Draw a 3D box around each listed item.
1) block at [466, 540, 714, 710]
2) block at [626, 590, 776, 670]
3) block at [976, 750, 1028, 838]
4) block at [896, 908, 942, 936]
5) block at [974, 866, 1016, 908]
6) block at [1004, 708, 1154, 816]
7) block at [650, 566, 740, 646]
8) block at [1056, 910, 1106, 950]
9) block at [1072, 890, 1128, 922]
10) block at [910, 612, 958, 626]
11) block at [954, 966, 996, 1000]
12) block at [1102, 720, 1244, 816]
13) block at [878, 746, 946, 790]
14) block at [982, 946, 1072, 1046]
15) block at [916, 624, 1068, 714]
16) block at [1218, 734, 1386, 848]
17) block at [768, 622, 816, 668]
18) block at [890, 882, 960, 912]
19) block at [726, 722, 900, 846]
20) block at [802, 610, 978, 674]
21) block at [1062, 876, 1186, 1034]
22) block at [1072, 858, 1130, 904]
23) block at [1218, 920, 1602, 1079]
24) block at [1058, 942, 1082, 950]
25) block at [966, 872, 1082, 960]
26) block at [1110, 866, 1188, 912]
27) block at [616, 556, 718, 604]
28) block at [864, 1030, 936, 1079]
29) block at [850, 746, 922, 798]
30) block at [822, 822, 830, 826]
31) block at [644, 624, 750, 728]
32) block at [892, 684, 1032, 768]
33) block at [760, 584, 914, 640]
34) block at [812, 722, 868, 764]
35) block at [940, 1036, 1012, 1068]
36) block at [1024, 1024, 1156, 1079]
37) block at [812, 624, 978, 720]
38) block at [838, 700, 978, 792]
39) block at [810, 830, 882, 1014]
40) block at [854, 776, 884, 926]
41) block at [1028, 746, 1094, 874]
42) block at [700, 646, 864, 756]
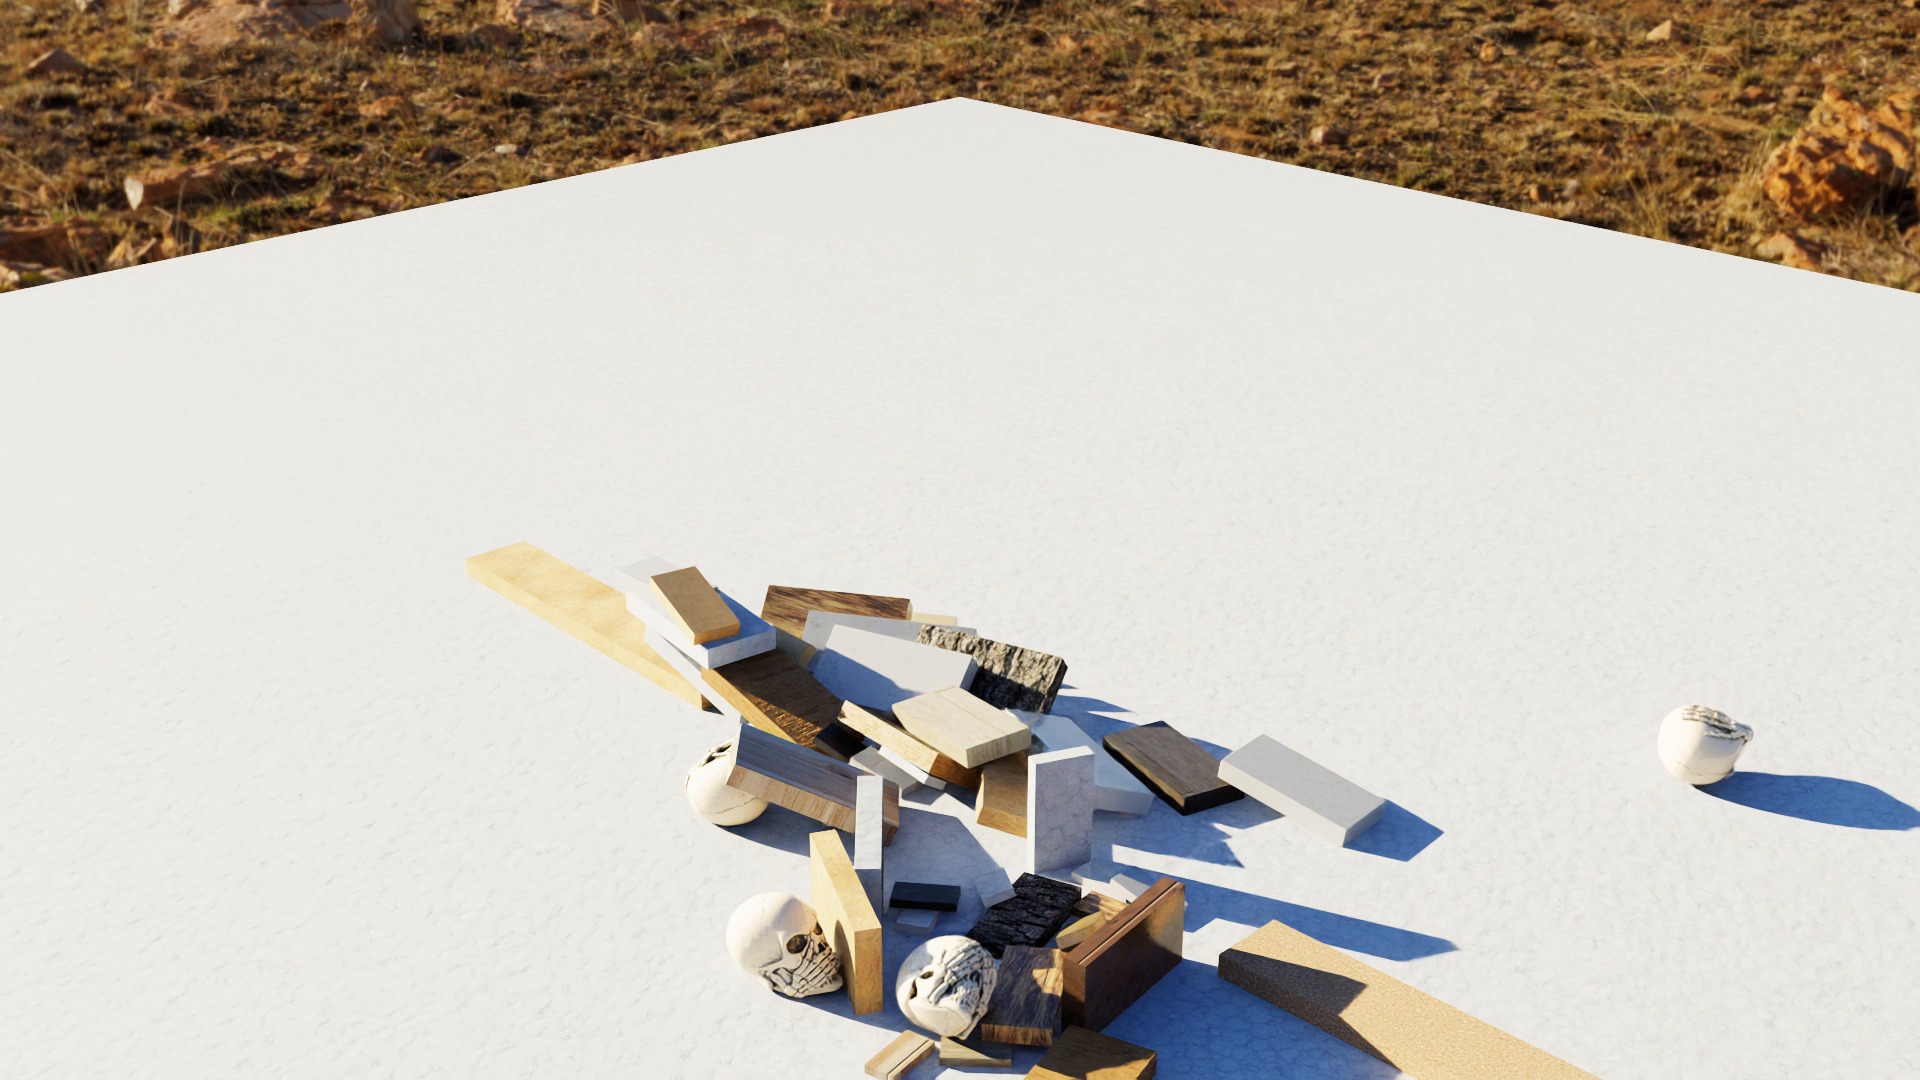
[{"bbox_3d":[-0.844,0.190,5.252,0.171,0.048,0.994,-20,30,-38],"label":"block"},{"bbox_3d":[-0.580,0.176,4.905,0.175,0.049,0.349,-17,31,-34],"label":"block"},{"bbox_3d":[0.113,0.502,4.463,0.153,0.043,0.305,18,22,-6],"label":"block"},{"bbox_3d":[-0.070,0.693,4.104,0.063,0.018,0.125,7,24,16],"label":"block"},{"bbox_3d":[0.065,0.653,4.138,0.063,0.018,0.125,-21,11,-3],"label":"block"},{"bbox_3d":[0.236,0.455,4.528,0.170,0.048,0.340,12,16,-35],"label":"block"},{"bbox_3d":[-0.583,0.143,4.827,0.111,0.031,0.222,-14,41,-30],"label":"block"},{"bbox_3d":[0.219,0.703,3.967,0.075,0.021,0.149,-23,-4,8],"label":"block"},{"bbox_3d":[0.284,0.697,4.094,0.136,0.019,0.068,16,28,33],"label":"block"},{"bbox_3d":[-0.191,0.221,5.178,0.341,0.048,0.171,5,24,12],"label":"block"},{"bbox_3d":[0.057,0.789,3.880,0.120,0.017,0.060,10,25,23],"label":"block"},{"bbox_3d":[0.444,0.473,4.591,0.151,0.043,0.302,-12,26,-27],"label":"block"},{"bbox_3d":[-0.098,0.470,4.548,0.139,0.020,0.069,30,1,37],"label":"block"},{"bbox_3d":[0.119,0.788,3.811,0.121,0.034,0.241,2,23,11],"label":"block"},{"bbox_3d":[0.045,0.307,4.844,0.346,0.049,0.173,13,65,25],"label":"block"},{"bbox_3d":[0.691,0.504,4.455,0.302,0.043,0.151,28,35,32],"label":"block"},{"bbox_3d":[-0.439,0.252,5.023,0.222,0.111,0.031,24,-11,39],"label":"block"},{"bbox_3d":[-0.064,0.668,4.119,0.125,0.018,0.063,3,23,7],"label":"block"},{"bbox_3d":[-0.290,0.486,4.373,0.347,0.049,0.173,23,21,-10],"label":"block"},{"bbox_3d":[-0.165,0.257,4.989,0.394,0.043,0.151,6,63,13],"label":"block"},{"bbox_3d":[0.287,0.731,3.833,0.045,0.160,0.320,16,28,33],"label":"block"},{"bbox_3d":[0.286,0.653,4.196,0.136,0.019,0.068,21,31,40],"label":"block"},{"bbox_3d":[0.775,0.837,3.731,0.160,0.045,0.732,-21,31,-41],"label":"block"},{"bbox_3d":[0.238,0.717,3.931,0.075,0.021,0.149,-22,-5,-32],"label":"block"},{"bbox_3d":[0.120,0.700,4.068,0.121,0.034,0.241,11,26,25],"label":"block"},{"bbox_3d":[0.355,0.667,4.130,0.136,0.019,0.068,33,38,33],"label":"block"},{"bbox_3d":[-0.661,0.099,4.968,0.222,0.031,0.111,23,32,38],"label":"block"},{"bbox_3d":[-0.101,0.868,3.693,0.060,0.017,0.120,15,27,32],"label":"block"},{"bbox_3d":[-0.154,0.480,4.559,0.139,0.020,0.069,29,32,26],"label":"block"},{"bbox_3d":[-0.229,0.556,4.433,0.098,0.014,0.049,-4,23,-10],"label":"block"},{"bbox_3d":[-0.529,0.273,4.909,0.175,0.049,0.349,-21,46,-39],"label":"block"},{"bbox_3d":[0.001,0.385,4.580,0.153,0.043,0.305,-16,22,-27],"label":"block"},{"bbox_3d":[-0.294,0.206,5.093,0.341,0.048,0.171,5,62,12],"label":"block"},{"bbox_3d":[-0.234,0.443,4.616,0.139,0.020,0.069,34,34,13],"label":"block"},{"bbox_3d":[0.027,0.863,3.705,0.120,0.017,0.060,1,23,2],"label":"block"},{"bbox_3d":[0.179,0.909,3.561,0.160,0.045,0.320,12,26,26],"label":"block"},{"bbox_3d":[-0.150,0.306,4.852,0.347,0.049,0.173,12,64,25],"label":"block"},{"bbox_3d":[-0.105,0.429,4.591,0.305,0.043,0.153,25,-2,45],"label":"block"},{"bbox_3d":[-0.206,0.680,3.940,0.048,0.170,0.340,-7,24,-15],"label":"block"},{"bbox_3d":[-0.169,0.601,4.127,0.048,0.170,0.340,-1,23,-1],"label":"block"},{"bbox_3d":[0.193,0.519,4.228,0.121,0.241,0.034,-8,24,-19],"label":"block"},{"bbox_3d":[-0.383,0.347,4.760,0.175,0.049,0.349,-21,47,-40],"label":"block"}]
